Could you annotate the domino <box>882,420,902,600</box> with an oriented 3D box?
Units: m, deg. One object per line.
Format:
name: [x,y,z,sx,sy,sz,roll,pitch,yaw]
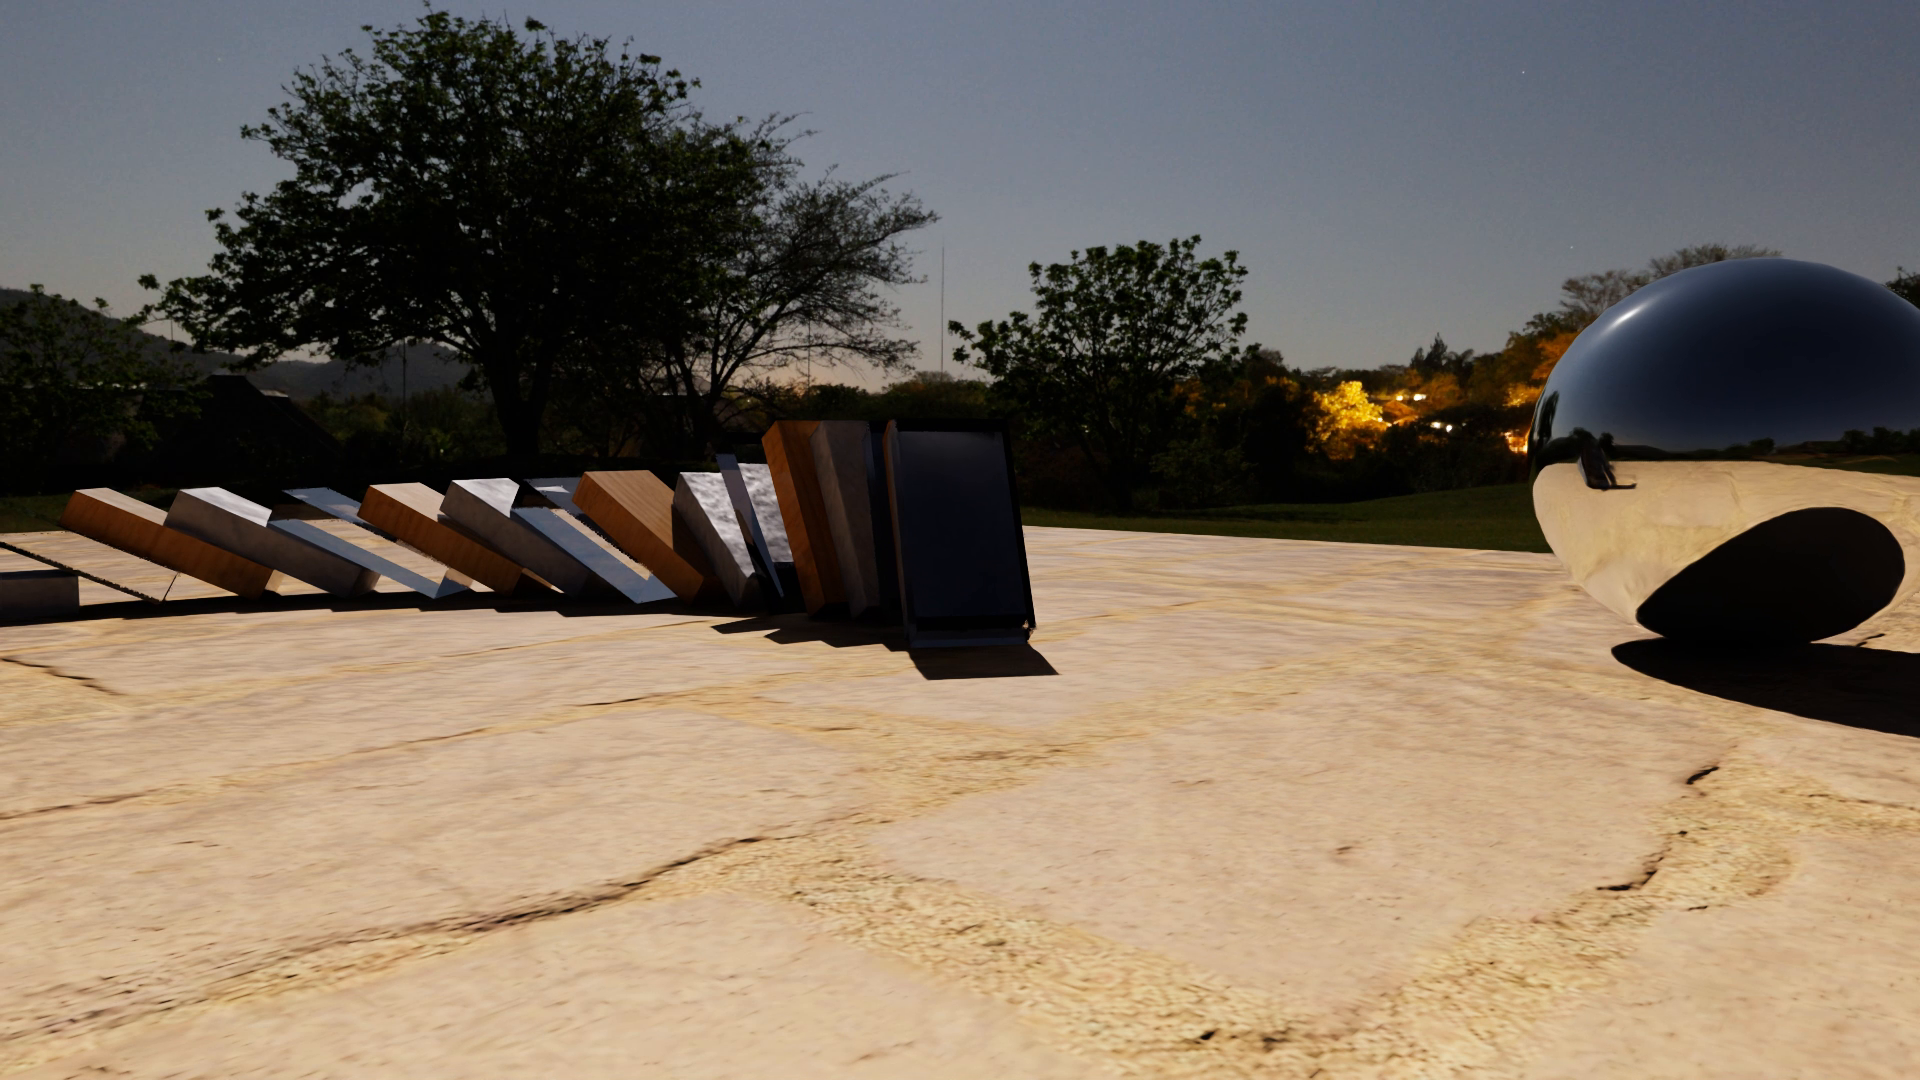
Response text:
domino: [-0.003,-0.004,0.299,0.025,0.050,0.010,-1,-25,-15]

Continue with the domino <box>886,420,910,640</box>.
domino: [-0.001,-0.003,0.288,0.025,0.050,0.010,-1,-25,-12]

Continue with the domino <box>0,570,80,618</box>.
domino: [-0.248,0.014,0.317,0.050,0.009,0.025,-3,5,-34]

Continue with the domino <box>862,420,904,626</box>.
domino: [-0.008,-0.005,0.309,0.025,0.050,0.009,-1,-25,-15]

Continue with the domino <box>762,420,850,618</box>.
domino: [-0.031,-0.006,0.325,0.025,0.050,0.009,-3,-24,-36]

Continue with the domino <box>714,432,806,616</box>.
domino: [-0.044,-0.005,0.333,0.025,0.050,0.010,-3,-32,-36]

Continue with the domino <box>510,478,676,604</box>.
domino: [-0.099,-0.001,0.360,0.050,0.009,0.025,33,17,19]

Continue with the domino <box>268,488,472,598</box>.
domino: [-0.165,0.000,0.364,0.050,0.010,0.025,25,4,-1]

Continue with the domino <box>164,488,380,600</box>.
domino: [-0.189,0.001,0.357,0.050,0.009,0.025,25,0,-10]

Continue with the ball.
ball: [0.160,-0.017,0.264,0.080,0.080,0.080,0,4,0]

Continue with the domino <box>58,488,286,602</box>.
domino: [-0.211,0.001,0.348,0.050,0.009,0.025,26,-4,-18]

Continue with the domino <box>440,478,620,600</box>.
domino: [-0.119,-0.001,0.365,0.050,0.009,0.025,31,12,13]

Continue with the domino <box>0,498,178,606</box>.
domino: [-0.231,0.002,0.332,0.050,0.009,0.025,28,-12,-29]

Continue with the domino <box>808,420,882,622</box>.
domino: [-0.019,-0.006,0.319,0.025,0.050,0.010,-3,-24,-31]

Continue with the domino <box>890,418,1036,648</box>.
domino: [0.000,-0.002,0.277,0.025,0.050,0.009,-1,-25,-12]

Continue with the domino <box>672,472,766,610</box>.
domino: [-0.057,-0.001,0.348,0.025,0.009,0.050,-1,35,-35]

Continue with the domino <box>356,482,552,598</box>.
domino: [-0.142,0.000,0.366,0.050,0.010,0.025,27,7,5]

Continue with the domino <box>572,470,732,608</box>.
domino: [-0.080,-0.001,0.353,0.050,0.009,0.025,38,21,22]
